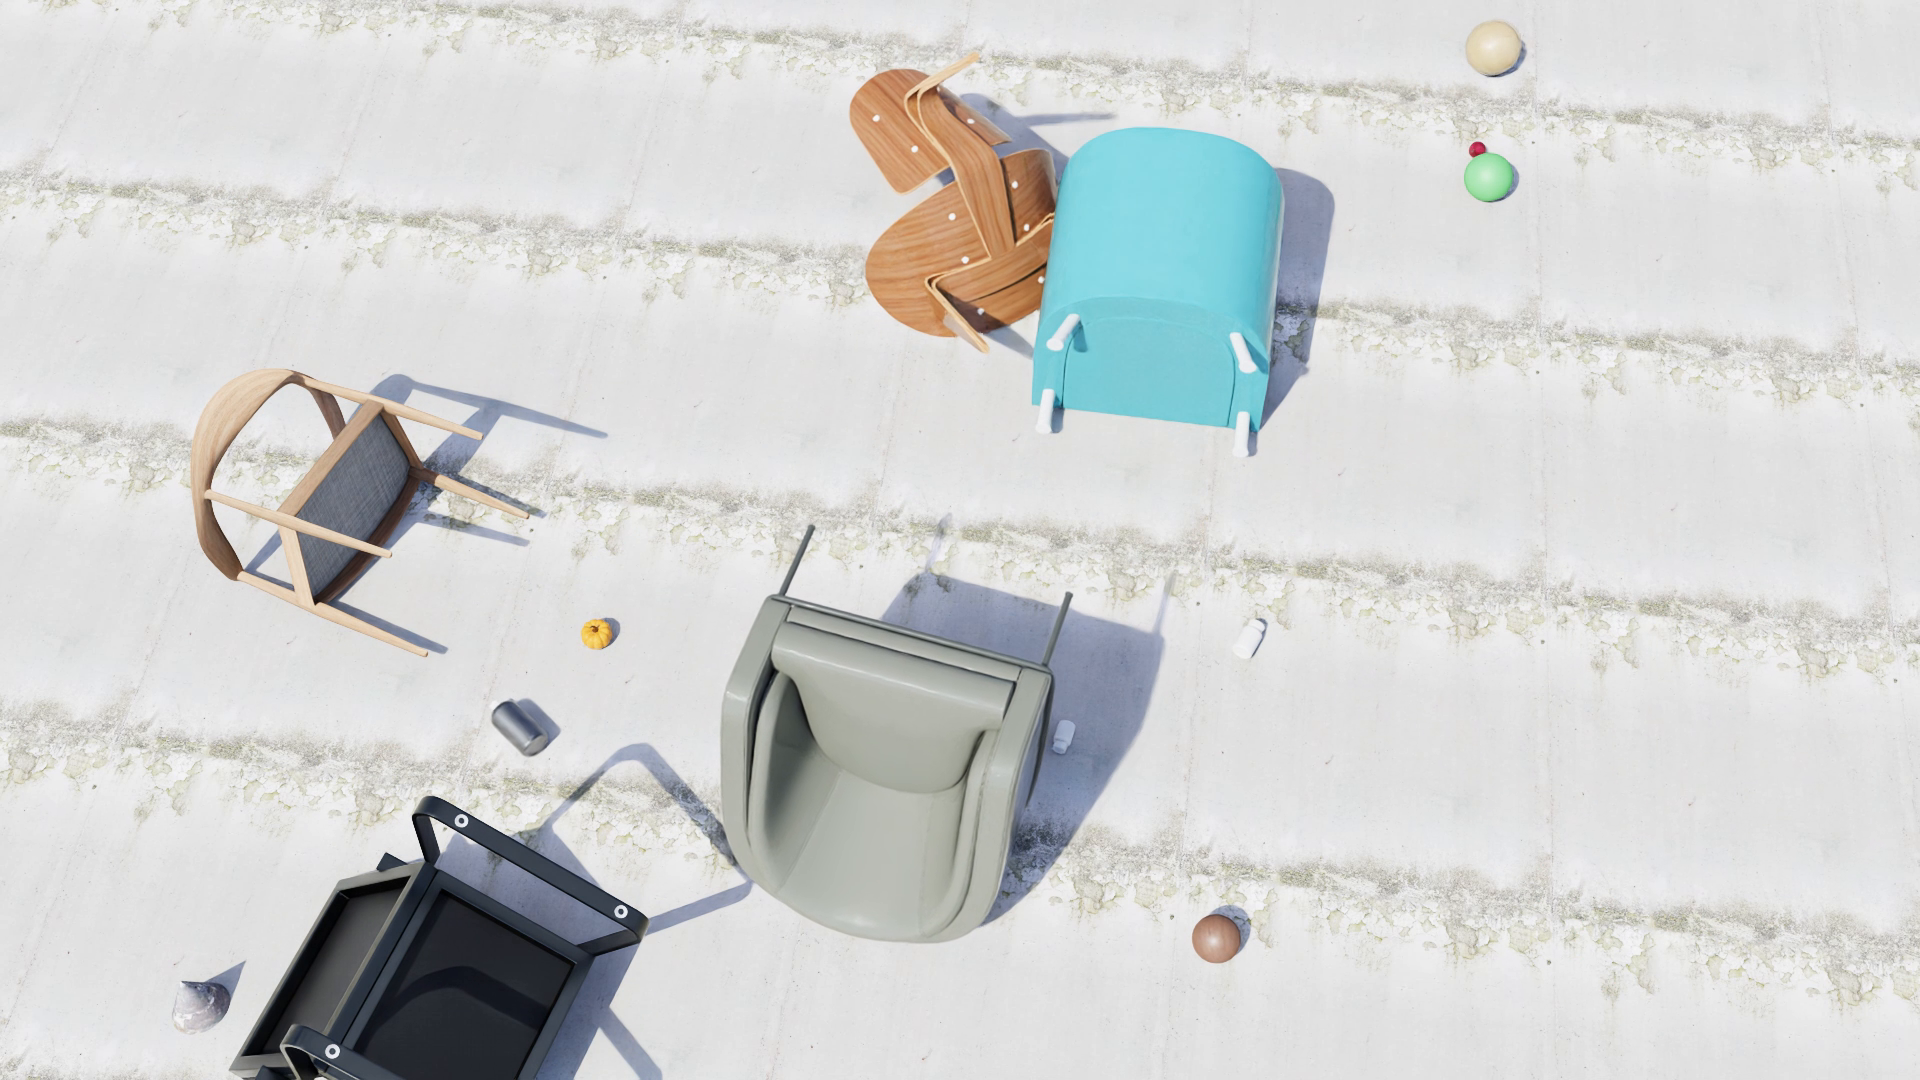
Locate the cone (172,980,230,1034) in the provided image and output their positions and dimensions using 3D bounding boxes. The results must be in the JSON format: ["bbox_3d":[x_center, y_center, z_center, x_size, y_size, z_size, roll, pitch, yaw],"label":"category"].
[{"bbox_3d":[-1.985,1.174,5.675,0.157,0.185,0.133,-37,64,-22],"label":"cone"}]

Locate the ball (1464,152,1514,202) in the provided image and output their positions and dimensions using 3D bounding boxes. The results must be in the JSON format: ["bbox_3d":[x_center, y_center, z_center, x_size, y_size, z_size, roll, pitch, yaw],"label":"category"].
[{"bbox_3d":[1.751,-1.202,7.285,0.160,0.160,0.160,0,56,0],"label":"ball"}]

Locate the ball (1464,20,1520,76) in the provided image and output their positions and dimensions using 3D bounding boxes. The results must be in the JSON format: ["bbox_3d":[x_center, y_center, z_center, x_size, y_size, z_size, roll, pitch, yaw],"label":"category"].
[{"bbox_3d":[1.842,-1.702,7.603,0.188,0.188,0.188,0,56,0],"label":"ball"}]
